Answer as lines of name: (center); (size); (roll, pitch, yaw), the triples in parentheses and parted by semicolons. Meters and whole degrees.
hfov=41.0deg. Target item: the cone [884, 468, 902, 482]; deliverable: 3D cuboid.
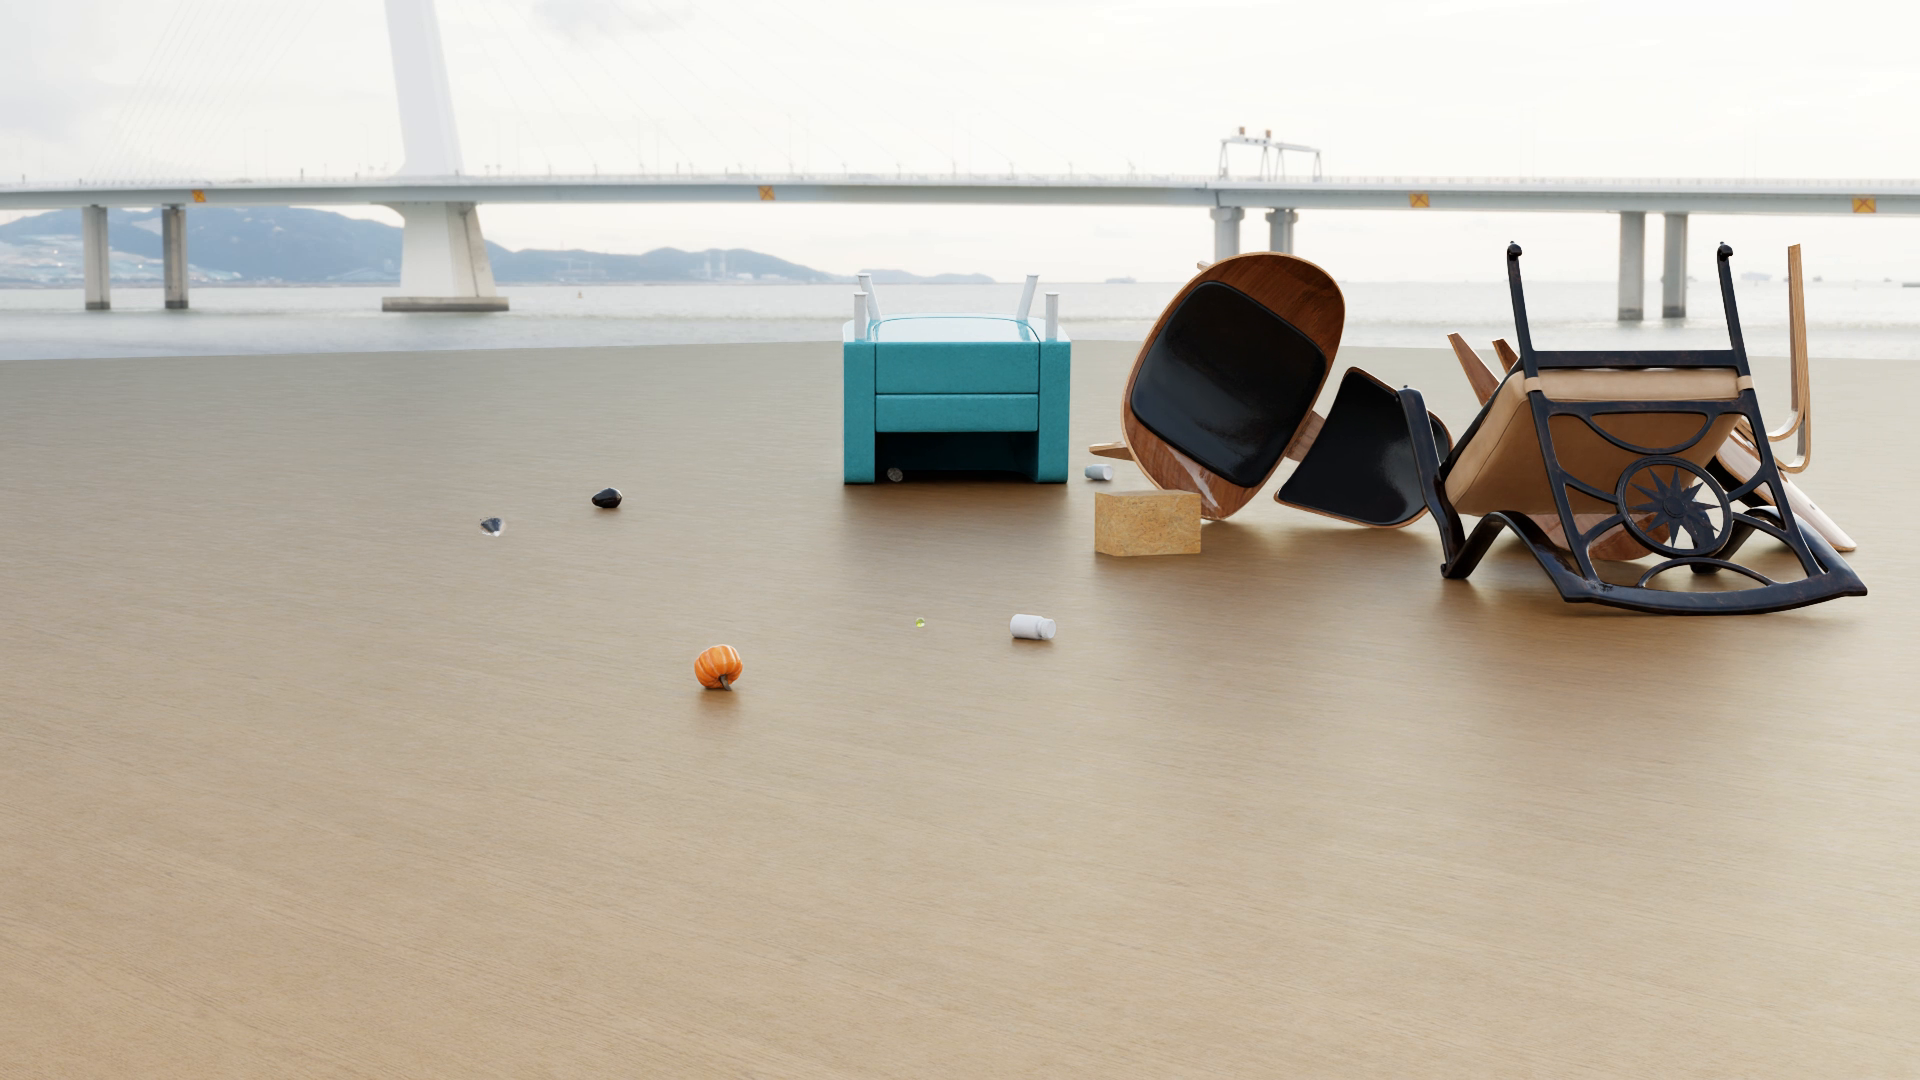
cone: (-0.227, -0.202, 8.260); (0.062, 0.047, 0.063); (3, -18, -39)

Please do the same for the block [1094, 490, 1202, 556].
block: (0.448, -0.042, 6.133); (0.216, 0.141, 0.138); (-2, 6, -19)

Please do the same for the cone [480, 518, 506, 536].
cone: (-1.180, -0.022, 6.514); (0.068, 0.050, 0.047); (-1, 34, -27)
